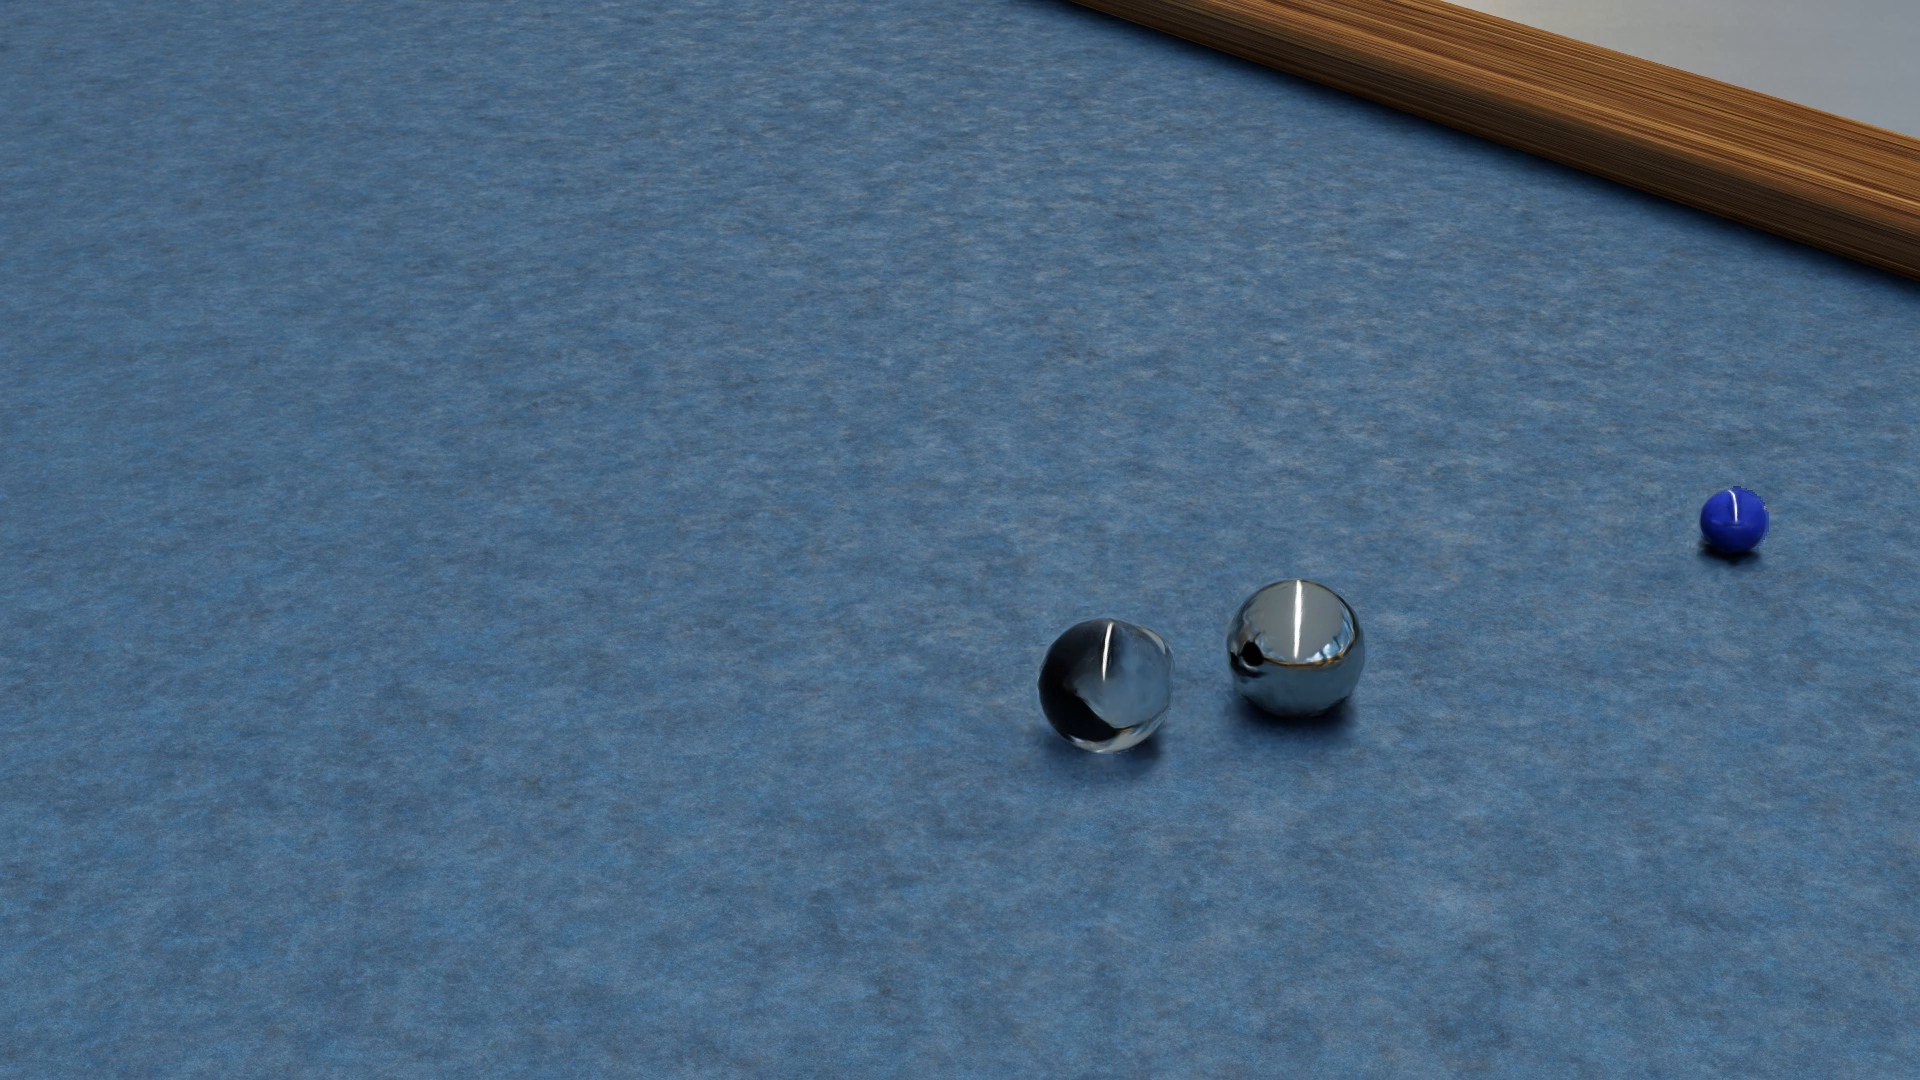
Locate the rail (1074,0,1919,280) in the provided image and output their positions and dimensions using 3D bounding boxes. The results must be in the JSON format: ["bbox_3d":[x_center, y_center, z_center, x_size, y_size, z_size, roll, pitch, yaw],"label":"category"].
[{"bbox_3d":[0.222,-0.651,3.418,0.045,0.129,4.080,-18,31,-33],"label":"rail"}]

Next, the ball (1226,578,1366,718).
[{"bbox_3d":[0.222,0.072,1.942,0.092,0.092,0.092,0,25,0],"label":"ball"}]

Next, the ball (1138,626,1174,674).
[{"bbox_3d":[0.118,0.082,1.969,0.049,0.049,0.049,0,25,0],"label":"ball"}]

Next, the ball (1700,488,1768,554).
[{"bbox_3d":[0.571,-0.014,2.172,0.048,0.048,0.048,0,25,0],"label":"ball"}]

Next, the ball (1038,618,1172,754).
[{"bbox_3d":[0.093,0.094,1.900,0.087,0.087,0.087,0,25,0],"label":"ball"}]
